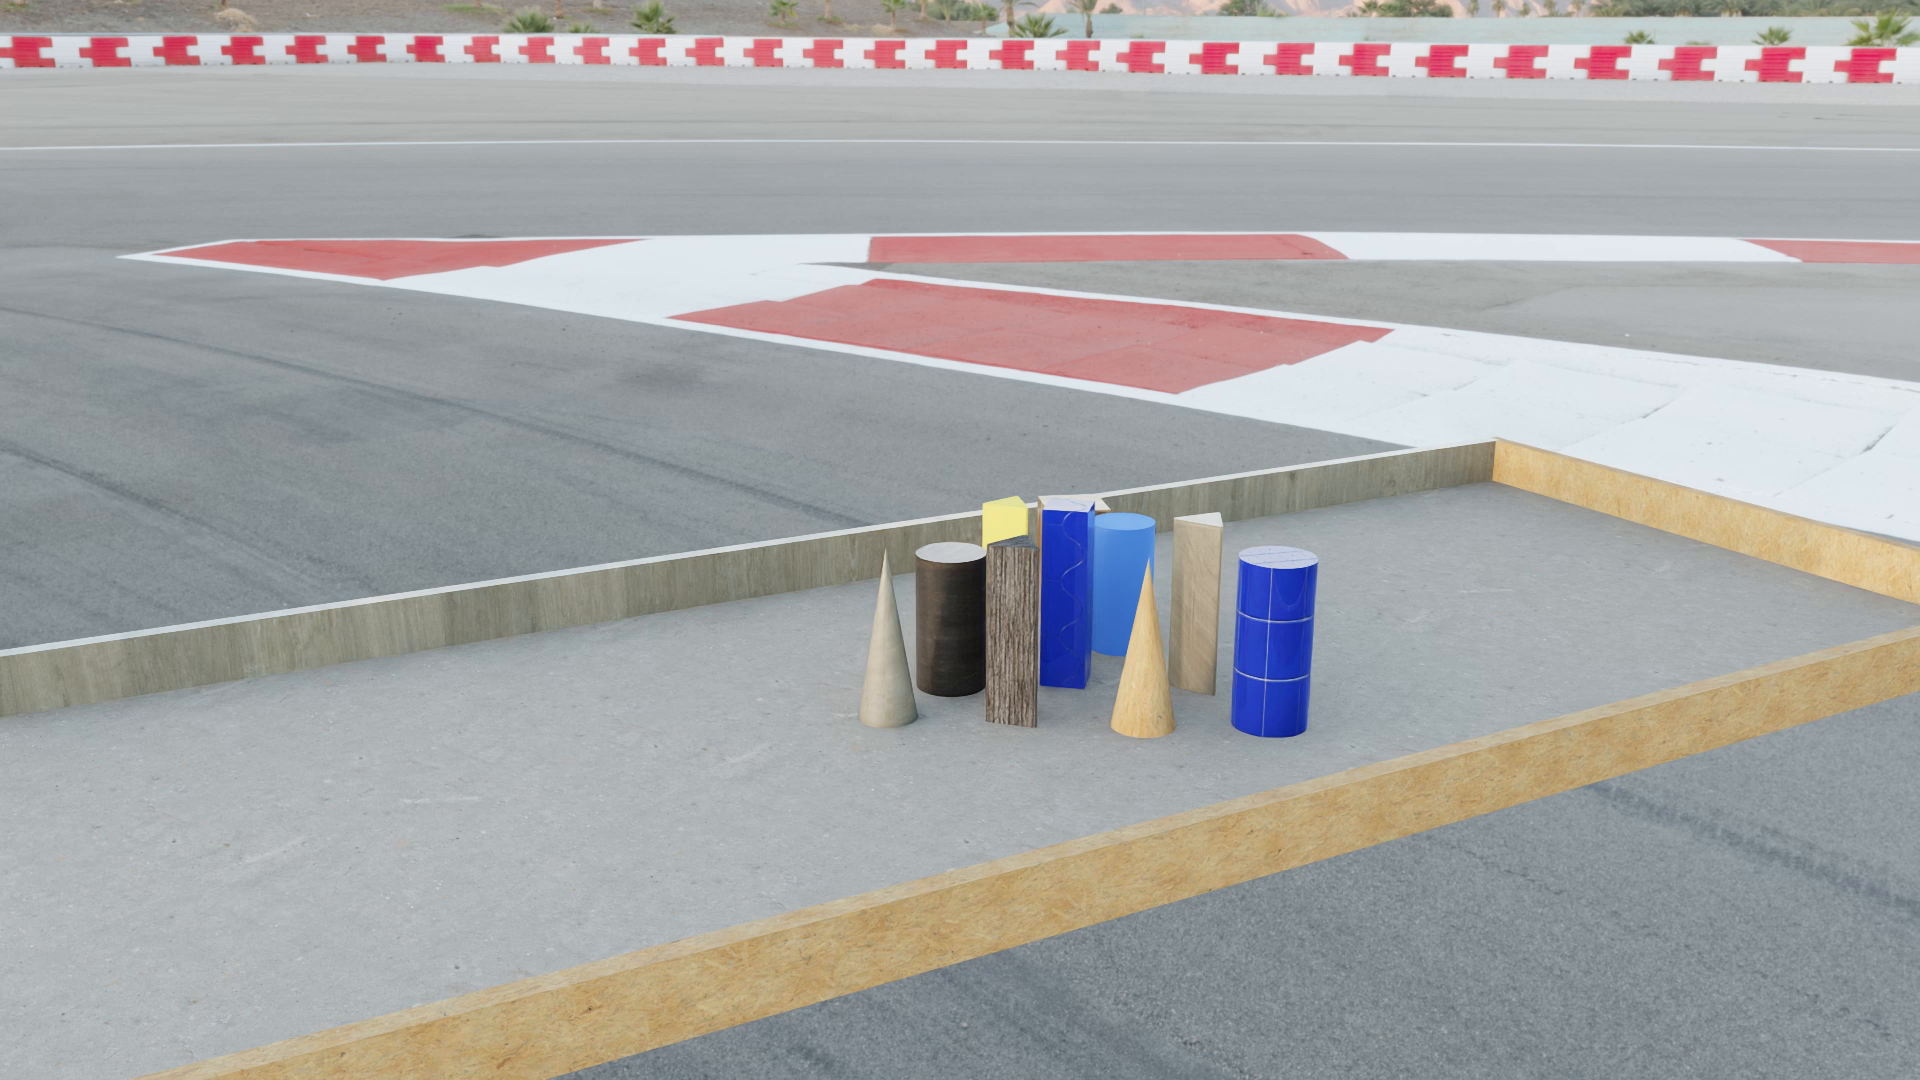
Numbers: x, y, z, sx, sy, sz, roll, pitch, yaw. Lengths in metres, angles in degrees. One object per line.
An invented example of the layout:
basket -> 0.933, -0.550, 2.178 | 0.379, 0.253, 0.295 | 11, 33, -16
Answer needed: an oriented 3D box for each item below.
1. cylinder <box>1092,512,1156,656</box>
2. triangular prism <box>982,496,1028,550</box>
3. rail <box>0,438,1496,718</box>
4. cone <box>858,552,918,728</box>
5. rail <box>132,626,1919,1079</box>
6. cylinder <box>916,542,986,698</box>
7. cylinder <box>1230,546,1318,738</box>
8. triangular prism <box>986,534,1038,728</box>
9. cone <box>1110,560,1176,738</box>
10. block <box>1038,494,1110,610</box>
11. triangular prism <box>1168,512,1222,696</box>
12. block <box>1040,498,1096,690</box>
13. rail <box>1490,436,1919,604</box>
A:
cylinder -> 0.425, 0.116, 4.350 | 0.169, 0.344, 0.169 | 0, 16, 0
triangular prism -> 0.133, 0.089, 4.349 | 0.120, 0.397, 0.104 | 6, 17, 19
rail -> -3.305, 0.497, 3.399 | 12.000, 0.150, 0.050 | -9, 18, -27
cone -> -0.171, 0.219, 3.865 | 0.142, 0.420, 0.142 | 0, 16, 0
rail -> -2.336, 1.006, 1.665 | 12.000, 0.150, 0.050 | -9, 18, -27
cylinder -> -0.022, 0.195, 4.080 | 0.176, 0.345, 0.176 | 0, 16, 0
cylinder -> 0.728, 0.235, 3.827 | 0.180, 0.410, 0.180 | 0, 16, 0
triangular prism -> 0.137, 0.210, 3.866 | 0.123, 0.436, 0.107 | 6, 17, 18
cone -> 0.430, 0.238, 3.818 | 0.153, 0.410, 0.153 | 0, 16, 0
block -> 0.314, 0.053, 4.600 | 0.169, 0.325, 0.169 | -2, 17, -8
triangular prism -> 0.604, 0.152, 4.071 | 0.129, 0.432, 0.112 | 11, 20, 34
block -> 0.266, 0.133, 4.094 | 0.112, 0.456, 0.112 | 4, 17, 13
rail -> 2.466, -0.048, 5.253 | 0.050, 0.150, 2.100 | -9, 18, -27
